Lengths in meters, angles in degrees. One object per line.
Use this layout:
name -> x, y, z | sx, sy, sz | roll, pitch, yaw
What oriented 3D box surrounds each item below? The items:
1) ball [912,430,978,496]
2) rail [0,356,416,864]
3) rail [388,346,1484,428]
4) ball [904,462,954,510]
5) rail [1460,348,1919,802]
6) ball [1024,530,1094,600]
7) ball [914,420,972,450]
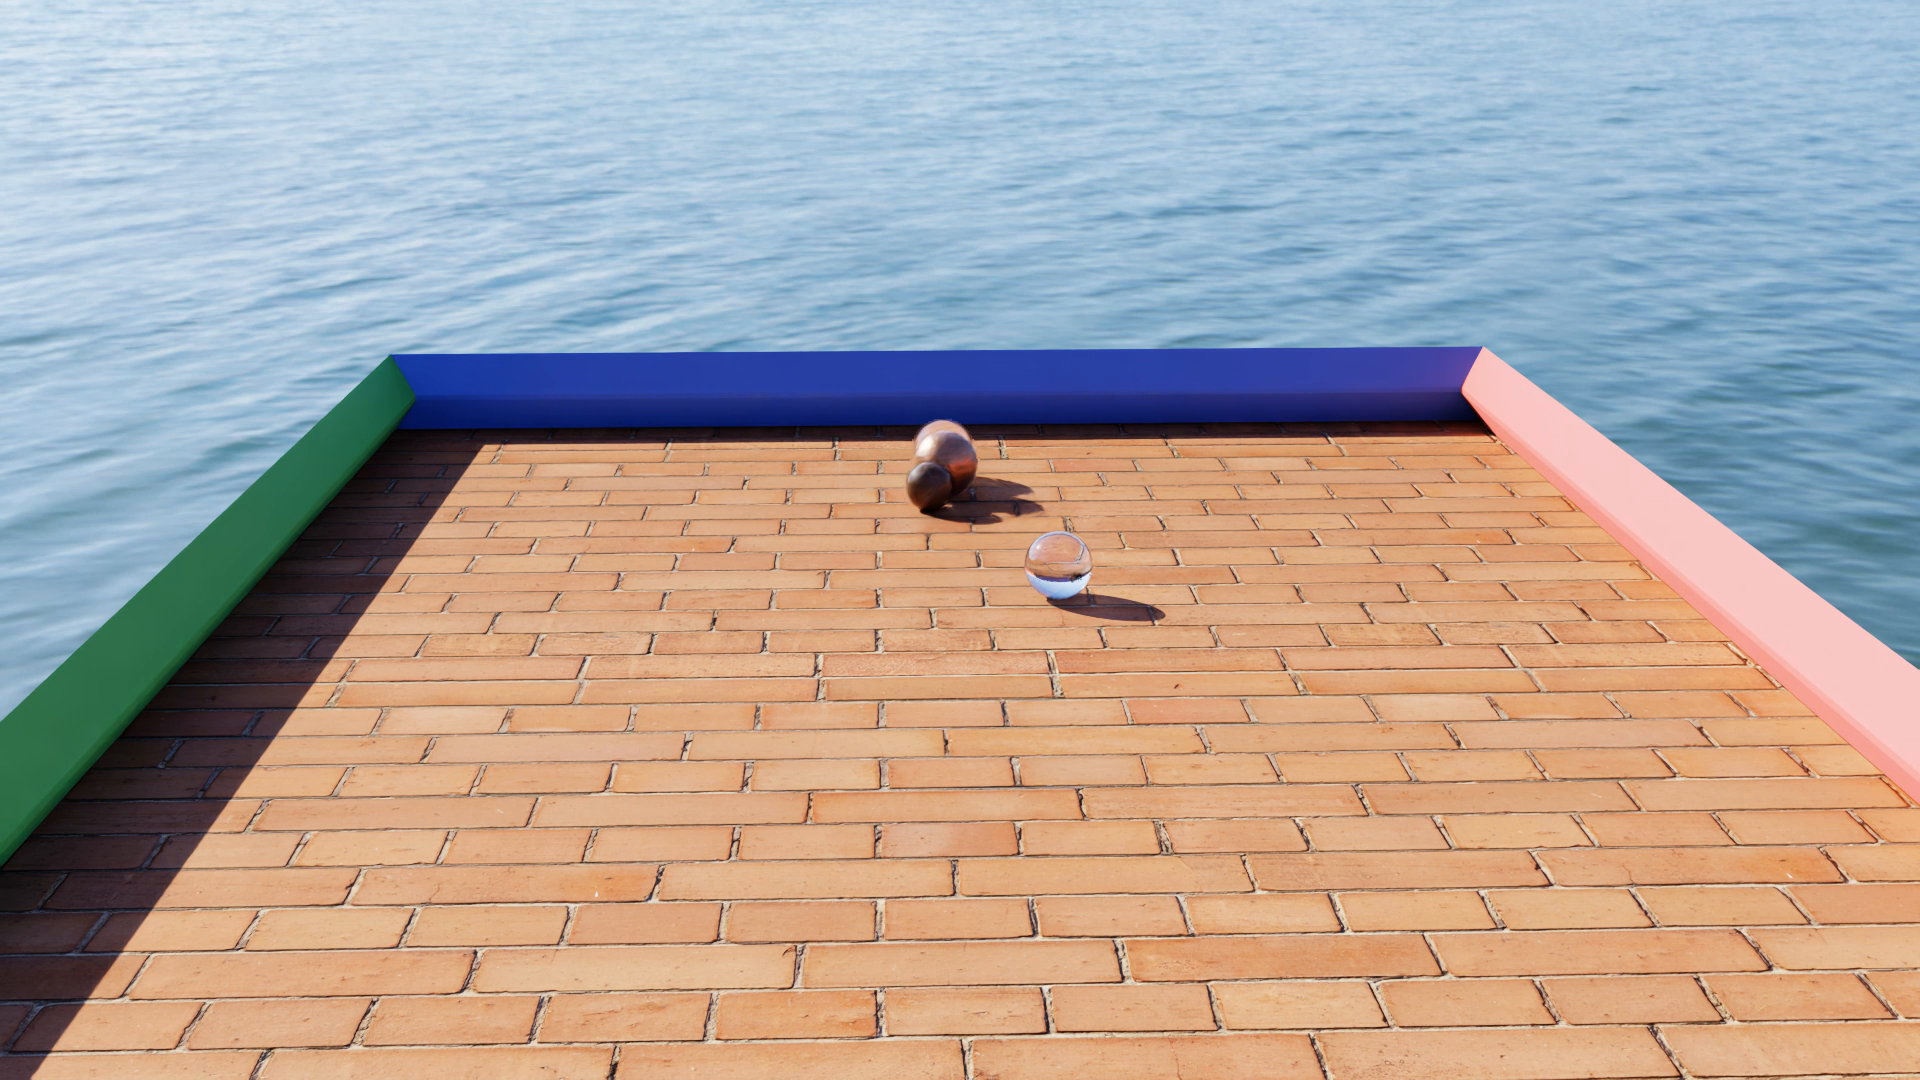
ball -> -0.021, -0.105, 3.018 | 0.089, 0.089, 0.089 | 0, 16, 0
rail -> -0.795, 0.214, 1.879 | 0.045, 0.116, 3.154 | -1, 16, -2
rail -> -0.028, -0.231, 3.397 | 1.696, 0.116, 0.045 | -1, 16, -2
ball -> -0.042, -0.072, 2.948 | 0.065, 0.065, 0.065 | 0, 16, 0
rail -> 0.852, 0.197, 1.936 | 0.045, 0.116, 3.154 | -1, 16, -2
ball -> 0.115, 0.029, 2.575 | 0.081, 0.081, 0.081 | 0, 16, 0
ball -> -0.024, -0.127, 3.101 | 0.084, 0.084, 0.084 | 0, 16, 0
